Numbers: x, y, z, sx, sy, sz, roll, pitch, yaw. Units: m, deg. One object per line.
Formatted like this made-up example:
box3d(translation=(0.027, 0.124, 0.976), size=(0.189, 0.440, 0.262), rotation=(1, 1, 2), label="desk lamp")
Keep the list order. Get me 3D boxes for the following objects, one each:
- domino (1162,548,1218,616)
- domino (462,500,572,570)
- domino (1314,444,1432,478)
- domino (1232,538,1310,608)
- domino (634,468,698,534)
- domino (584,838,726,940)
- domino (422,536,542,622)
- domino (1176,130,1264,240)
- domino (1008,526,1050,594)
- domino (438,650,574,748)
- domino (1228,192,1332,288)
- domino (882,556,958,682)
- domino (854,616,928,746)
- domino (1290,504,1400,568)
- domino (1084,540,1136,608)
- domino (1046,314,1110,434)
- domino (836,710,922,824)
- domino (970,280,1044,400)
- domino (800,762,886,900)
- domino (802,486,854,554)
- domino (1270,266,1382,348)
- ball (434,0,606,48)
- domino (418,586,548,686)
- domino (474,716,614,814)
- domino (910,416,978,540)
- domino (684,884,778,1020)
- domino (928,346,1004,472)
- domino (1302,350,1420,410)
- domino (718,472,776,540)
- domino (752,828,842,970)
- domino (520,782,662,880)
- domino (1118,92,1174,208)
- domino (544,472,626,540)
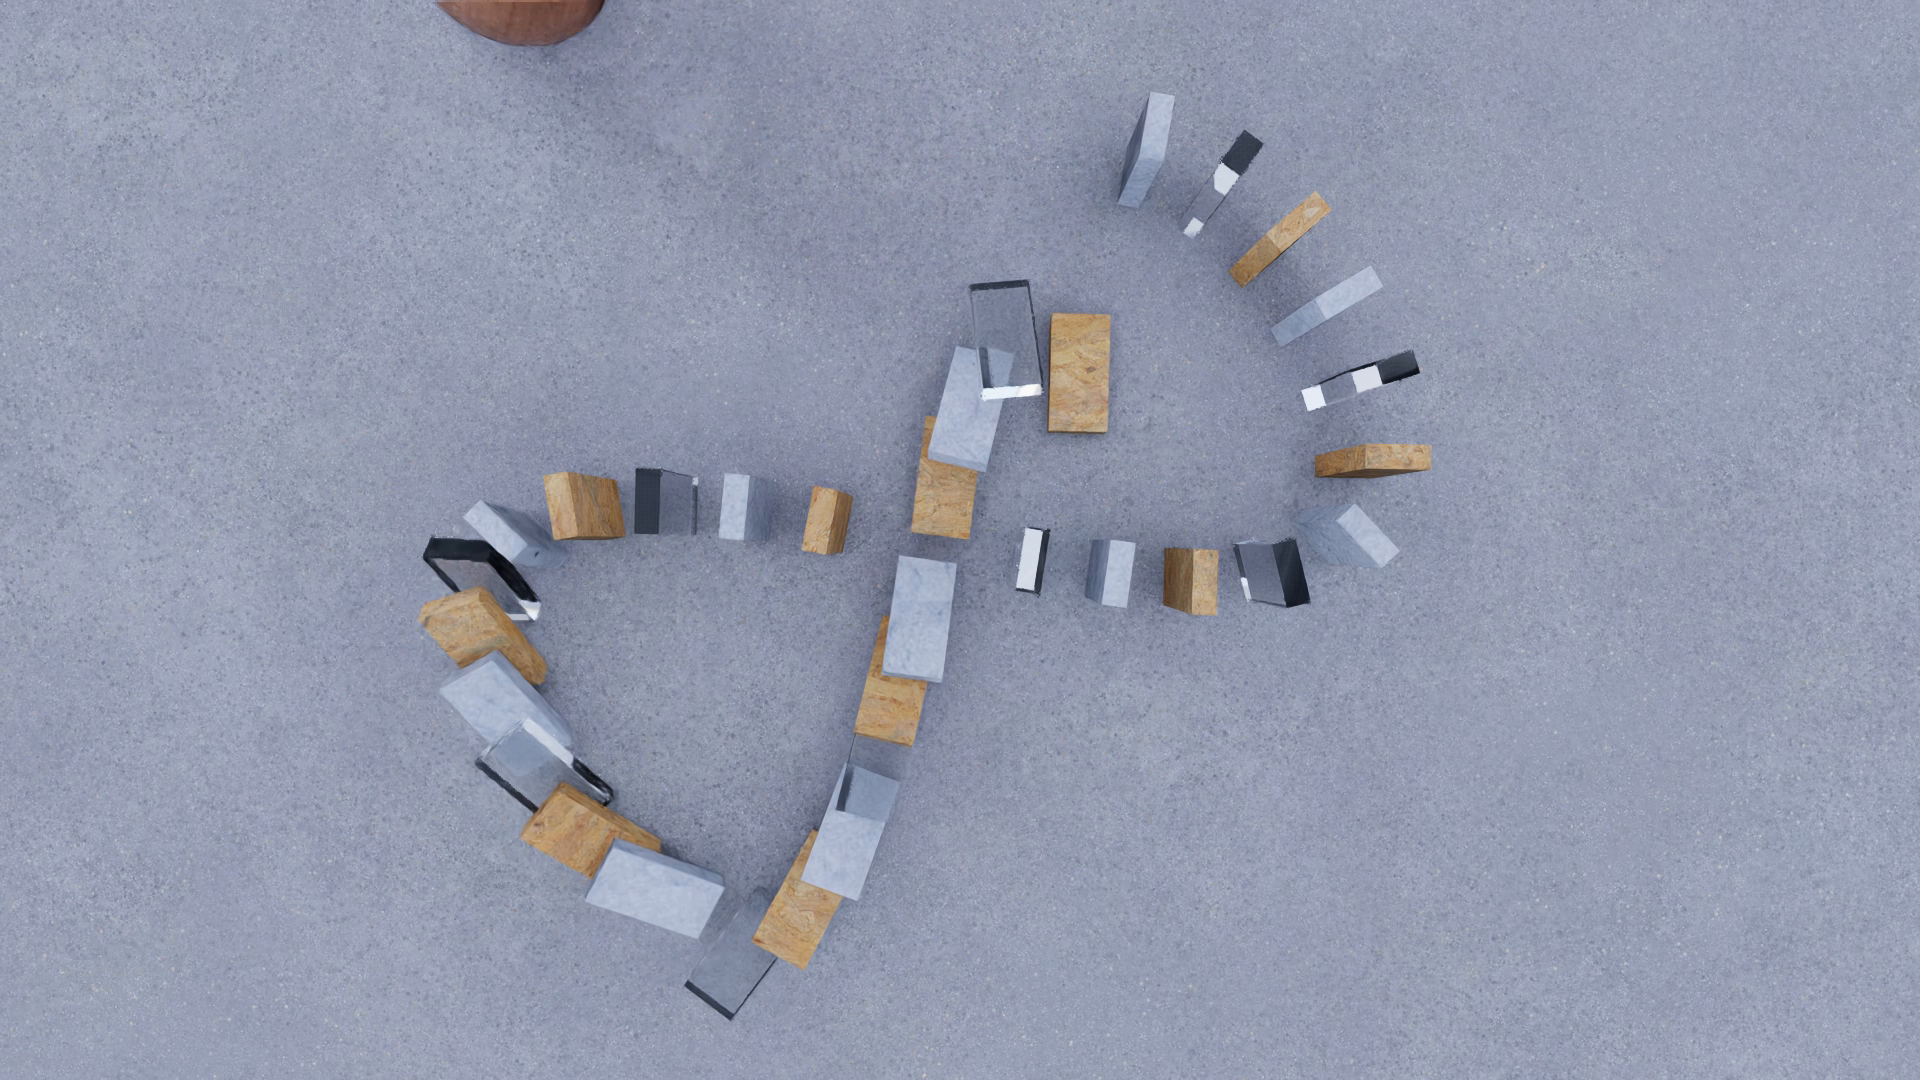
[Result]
box3d(translation=(0.094, 0.016, 0.375), size=(0.009, 0.050, 0.025), rotation=(2, 90, 0), label="domino")
box3d(translation=(-0.180, -0.001, 0.375), size=(0.025, 0.050, 0.009), rotation=(44, 82, 0), label="domino")
box3d(translation=(0.168, -0.032, 0.375), size=(0.025, 0.050, 0.009), rotation=(1, 90, 0), label="domino")
box3d(translation=(0.127, 0.013, 0.375), size=(0.010, 0.050, 0.025), rotation=(-14, 90, 0), label="domino")
box3d(translation=(-0.119, -0.015, 0.375), size=(0.009, 0.050, 0.025), rotation=(1, 90, 0), label="domino")
box3d(translation=(-0.128, 0.148, 0.388), size=(0.050, 0.010, 0.025), rotation=(28, 90, -18), label="domino")
box3d(translation=(-0.195, 0.017, 0.376), size=(0.025, 0.050, 0.010), rotation=(4, 58, 1), label="domino")
box3d(translation=(0.105, -0.144, 0.375), size=(0.009, 0.050, 0.025), rotation=(36, 90, 0), label="domino")
box3d(translation=(0.028, 0.008, 0.375), size=(0.010, 0.050, 0.025), rotation=(9, 90, 0), label="domino")
box3d(translation=(-0.189, 0.072, 0.384), size=(0.025, 0.009, 0.050), rotation=(-29, 117, 0), label="domino")
box3d(translation=(0.130, -0.122, 0.375), size=(0.025, 0.050, 0.010), rotation=(-40, 90, 0), label="domino")
box3d(translation=(-0.017, 0.033, 0.387), size=(0.025, 0.009, 0.050), rotation=(8, 70, -2), label="domino")
box3d(translation=(-0.026, 0.060, 0.388), size=(0.025, 0.009, 0.050), rotation=(13, 73, 0), label="domino")
box3d(translation=(0.156, -0.002, 0.375), size=(0.009, 0.050, 0.025), rotation=(-44, 90, 0), label="domino")
box3d(translation=(0.061, 0.013, 0.375), size=(0.010, 0.050, 0.025), rotation=(8, 90, 0), label="domino")
box3d(translation=(0.051, -0.071, 0.395), size=(0.025, 0.010, 0.050), rotation=(1, 90, 0), label="domino")
box3d(translation=(-0.034, 0.092, 0.388), size=(0.025, 0.010, 0.050), rotation=(13, 73, 0), label="domino")
box3d(translation=(0.019, -0.085, 0.387), size=(0.025, 0.010, 0.050), rotation=(-5, 72, -3), label="domino")
box3d(translation=(-0.046, 0.123, 0.388), size=(0.025, 0.010, 0.050), rotation=(20, 73, 0), label="domino")
box3d(translation=(-0.054, -0.008, 0.375), size=(0.010, 0.050, 0.025), rotation=(11, 90, 0), label="domino")
box3d(translation=(0.149, -0.095, 0.375), size=(0.025, 0.050, 0.009), rotation=(-30, 90, 0), label="domino")
box3d(translation=(-0.178, -0.239, 0.360), size=(0.080, 0.080, 0.080), rotation=(0, 90, 0), label="ball")
box3d(translation=(-0.197, 0.043, 0.381), size=(0.025, 0.009, 0.050), rotation=(-18, 129, 0), label="domino")
box3d(translation=(-0.175, 0.100, 0.386), size=(0.025, 0.010, 0.050), rotation=(-39, 111, 0), label="domino")
box3d(translation=(-0.005, -0.027, 0.395), size=(0.025, 0.009, 0.050), rotation=(7, 90, 0), label="domino")
box3d(translation=(-0.093, 0.178, 0.395), size=(0.025, 0.009, 0.050), rotation=(37, 90, 0), label="domino")
box3d(translation=(0.005, -0.056, 0.387), size=(0.025, 0.009, 0.050), rotation=(13, 72, 2), label="domino")
box3d(translation=(0.163, -0.065, 0.375), size=(0.025, 0.050, 0.009), rotation=(-17, 90, 0), label="domino")
box3d(translation=(-0.086, -0.013, 0.375), size=(0.010, 0.050, 0.025), rotation=(6, 90, 0), label="domino")
box3d(translation=(-0.064, 0.151, 0.389), size=(0.025, 0.010, 0.050), rotation=(29, 74, 0), label="domino")
box3d(translation=(-0.155, 0.127, 0.387), size=(0.050, 0.009, 0.025), rotation=(40, 90, -19), label="domino")
box3d(translation=(0.075, -0.158, 0.375), size=(0.010, 0.050, 0.025), rotation=(10, 90, 0), label="domino")
box3d(translation=(-0.153, -0.013, 0.375), size=(0.009, 0.050, 0.025), rotation=(-10, 90, 0), label="domino")
